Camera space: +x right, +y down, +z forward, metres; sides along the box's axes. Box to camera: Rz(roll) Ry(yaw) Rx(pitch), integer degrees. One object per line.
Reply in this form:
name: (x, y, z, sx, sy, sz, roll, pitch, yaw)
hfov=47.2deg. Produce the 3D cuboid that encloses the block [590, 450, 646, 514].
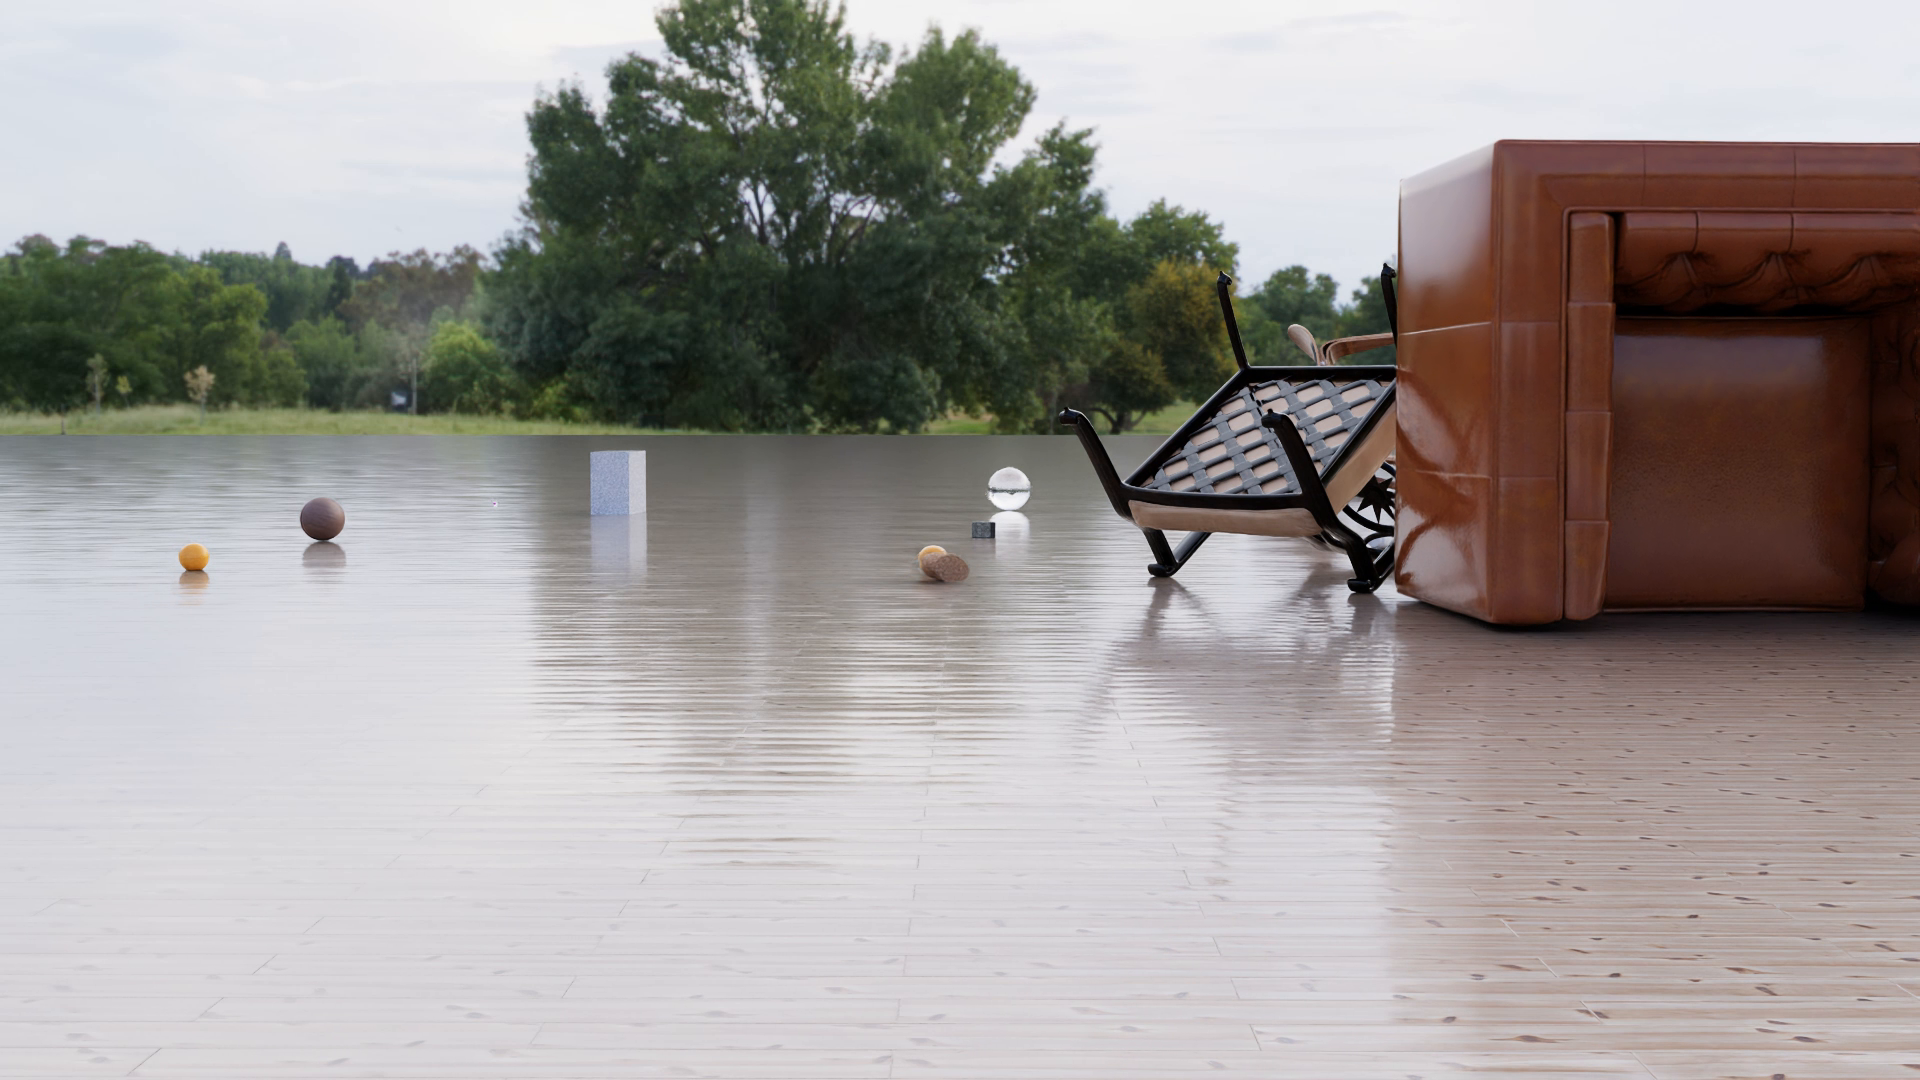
block: (-1.238, -0.210, 7.974, 0.141, 0.223, 0.226, 0, 4, 7)

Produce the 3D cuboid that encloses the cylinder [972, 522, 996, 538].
cylinder: (0.071, -0.031, 6.648, 0.079, 0.048, 0.059, 3, 5, 36)

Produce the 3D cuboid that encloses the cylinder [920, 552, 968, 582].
cylinder: (-0.036, 0.064, 5.139, 0.087, 0.061, 0.092, 18, -1, -23)

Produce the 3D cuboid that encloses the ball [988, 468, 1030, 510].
ball: (0.182, -0.188, 8.127, 0.158, 0.158, 0.158, 0, 4, 0)
